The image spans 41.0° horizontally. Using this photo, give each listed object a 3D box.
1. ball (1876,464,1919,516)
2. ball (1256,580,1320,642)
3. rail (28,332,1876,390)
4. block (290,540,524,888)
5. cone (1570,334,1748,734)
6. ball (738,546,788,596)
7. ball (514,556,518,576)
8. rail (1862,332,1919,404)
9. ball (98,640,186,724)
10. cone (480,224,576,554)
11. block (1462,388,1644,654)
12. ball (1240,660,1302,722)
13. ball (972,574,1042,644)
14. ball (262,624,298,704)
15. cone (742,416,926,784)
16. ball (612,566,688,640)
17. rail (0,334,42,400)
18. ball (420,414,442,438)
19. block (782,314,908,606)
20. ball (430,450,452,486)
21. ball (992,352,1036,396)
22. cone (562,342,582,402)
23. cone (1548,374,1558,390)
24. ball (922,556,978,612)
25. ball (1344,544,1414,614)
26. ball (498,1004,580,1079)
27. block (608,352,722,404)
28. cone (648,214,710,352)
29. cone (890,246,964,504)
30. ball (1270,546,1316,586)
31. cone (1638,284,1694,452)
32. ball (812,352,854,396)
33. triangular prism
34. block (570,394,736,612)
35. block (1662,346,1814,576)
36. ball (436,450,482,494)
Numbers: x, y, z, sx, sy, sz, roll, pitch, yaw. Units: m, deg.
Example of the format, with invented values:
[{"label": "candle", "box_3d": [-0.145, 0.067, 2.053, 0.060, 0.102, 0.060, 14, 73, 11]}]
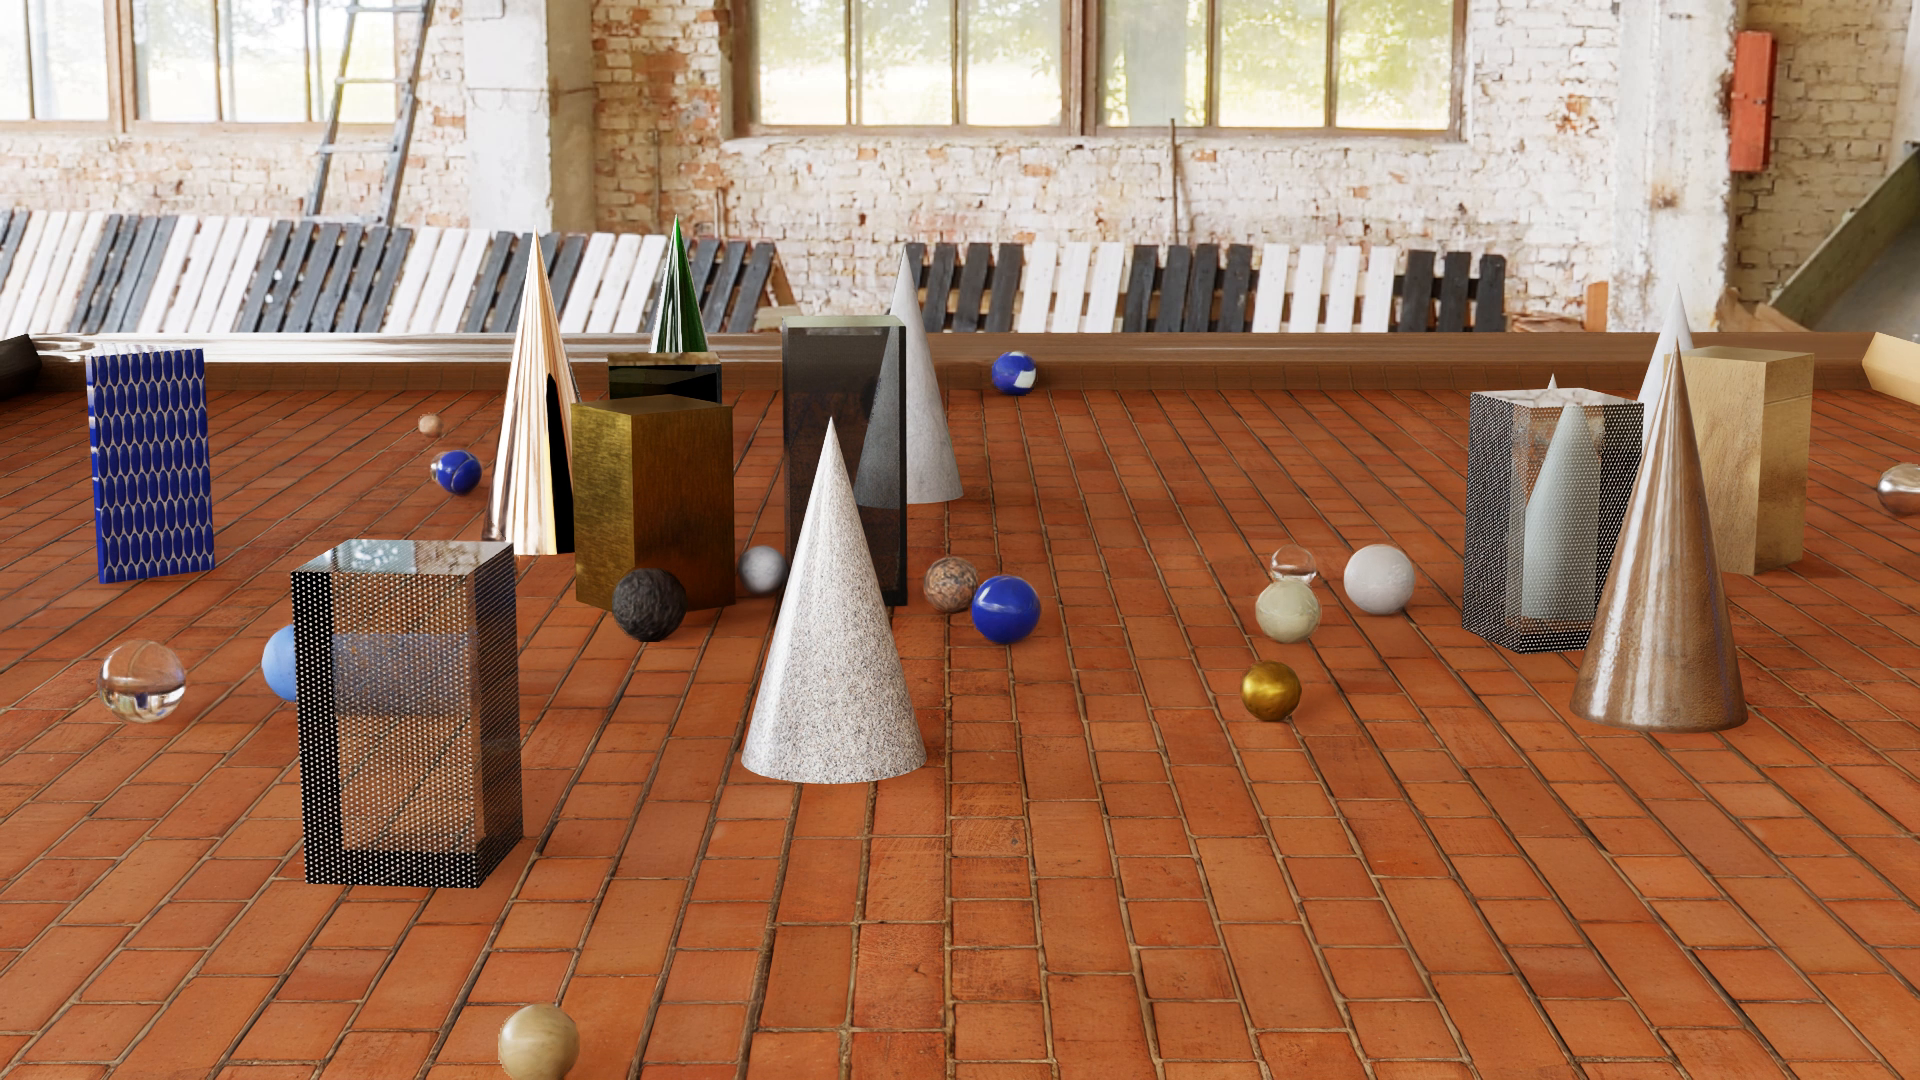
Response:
[{"label": "ball", "box_3d": [1.543, -0.081, 4.190, 0.085, 0.085, 0.085, 0, 10, 0]}, {"label": "ball", "box_3d": [0.418, 0.091, 3.274, 0.081, 0.081, 0.081, 0, 10, 0]}, {"label": "rail", "box_3d": [-0.014, -0.402, 5.797, 4.189, 0.129, 0.045, 0, 10, 0]}, {"label": "block", "box_3d": [-0.504, 0.156, 2.357, 0.158, 0.287, 0.158, 1, 11, 5]}, {"label": "cone", "box_3d": [0.797, -0.016, 2.889, 0.198, 0.431, 0.198, 0, 10, 0]}, {"label": "ball", "box_3d": [-0.274, 0.043, 3.564, 0.069, 0.069, 0.069, 0, 10, 0]}, {"label": "ball", "box_3d": [-0.653, 0.039, 3.585, 0.070, 0.070, 0.070, 0, 10, 0]}, {"label": "rail", "box_3d": [2.071, 0.031, 3.461, 0.045, 0.129, 4.824, 0, 10, 0]}, {"label": "ball", "box_3d": [-0.915, 0.159, 2.870, 0.094, 0.094, 0.094, 0, 10, 0]}, {"label": "cone", "box_3d": [-0.642, -0.237, 3.919, 0.198, 0.490, 0.198, 0, 10, 0]}, {"label": "block", "box_3d": [0.755, -0.028, 3.279, 0.158, 0.312, 0.158, -3, 11, -16]}, {"label": "ball", "box_3d": [0.349, 0.169, 2.884, 0.068, 0.068, 0.068, 0, 10, 0]}, {"label": "ball", "box_3d": [0.059, 0.088, 3.267, 0.089, 0.089, 0.089, 0, 10, 0]}, {"label": "ball", "box_3d": [-0.756, 0.142, 2.961, 0.095, 0.095, 0.095, 0, 10, 0]}, {"label": "cone", "box_3d": [-0.134, 0.051, 2.699, 0.198, 0.368, 0.198, 0, 10, 0]}, {"label": "ball", "box_3d": [-0.397, 0.081, 3.287, 0.095, 0.095, 0.095, 0, 10, 0]}, {"label": "rail", "box_3d": [-2.071, 0.035, 3.437, 0.045, 0.129, 4.824, 0, 10, 0]}, {"label": "ball", "box_3d": [-1.047, -0.225, 5.075, 0.046, 0.046, 0.046, 0, 10, 0]}, {"label": "block", "box_3d": [-0.160, -0.111, 3.534, 0.158, 0.383, 0.158, -1, 11, -7]}, {"label": "ball", "box_3d": [-0.889, -0.122, 4.466, 0.066, 0.066, 0.066, 0, 10, 0]}, {"label": "ball", "box_3d": [0.119, -0.371, 5.718, 0.099, 0.099, 0.099, 0, 10, 0]}, {"label": "cone", "box_3d": [-0.679, -0.228, 4.277, 0.198, 0.343, 0.198, 0, 10, 0]}, {"label": "cone", "box_3d": [0.810, -0.074, 3.531, 0.198, 0.312, 0.198, 0, 10, 0]}, {"label": "ball", "box_3d": [-0.013, 0.060, 3.455, 0.075, 0.075, 0.075, 0, 10, 0]}, {"label": "ball", "box_3d": [0.562, 0.053, 3.443, 0.094, 0.094, 0.094, 0, 10, 0]}, {"label": "ball", "box_3d": [-0.304, 0.365, 1.856, 0.058, 0.058, 0.058, 0, 10, 0]}, {"label": "block", "box_3d": [-0.429, -0.110, 3.733, 0.158, 0.309, 0.158, -2, 11, -8]}, {"label": "cone", "box_3d": [-0.543, -0.408, 4.958, 0.198, 0.449, 0.198, 0, 10, 0]}, {"label": "cone", "box_3d": [-0.092, -0.288, 4.374, 0.198, 0.426, 0.198, 0, 10, 0]}, {"label": "ball", "box_3d": [0.467, 0.039, 3.597, 0.064, 0.064, 0.064, 0, 10, 0]}, {"label": "cone", "box_3d": [1.255, -0.278, 4.517, 0.198, 0.354, 0.198, 0, 10, 0]}, {"label": "ball", "box_3d": [-0.283, -0.371, 5.733, 0.094, 0.094, 0.094, 0, 10, 0]}, {"label": "triangular prism", "box_3d": [-1.204, -0.118, 3.732, 0.171, 0.325, 0.148, -9, 14, -39]}, {"label": "block", "box_3d": [-0.418, -0.049, 3.497, 0.158, 0.274, 0.158, -8, 13, -37]}, {"label": "block", "box_3d": [1.142, -0.121, 3.789, 0.158, 0.310, 0.158, 10, 14, 42]}, {"label": "ball", "box_3d": [-0.859, -0.116, 4.400, 0.077, 0.077, 0.077, 0, 10, 0]}]
